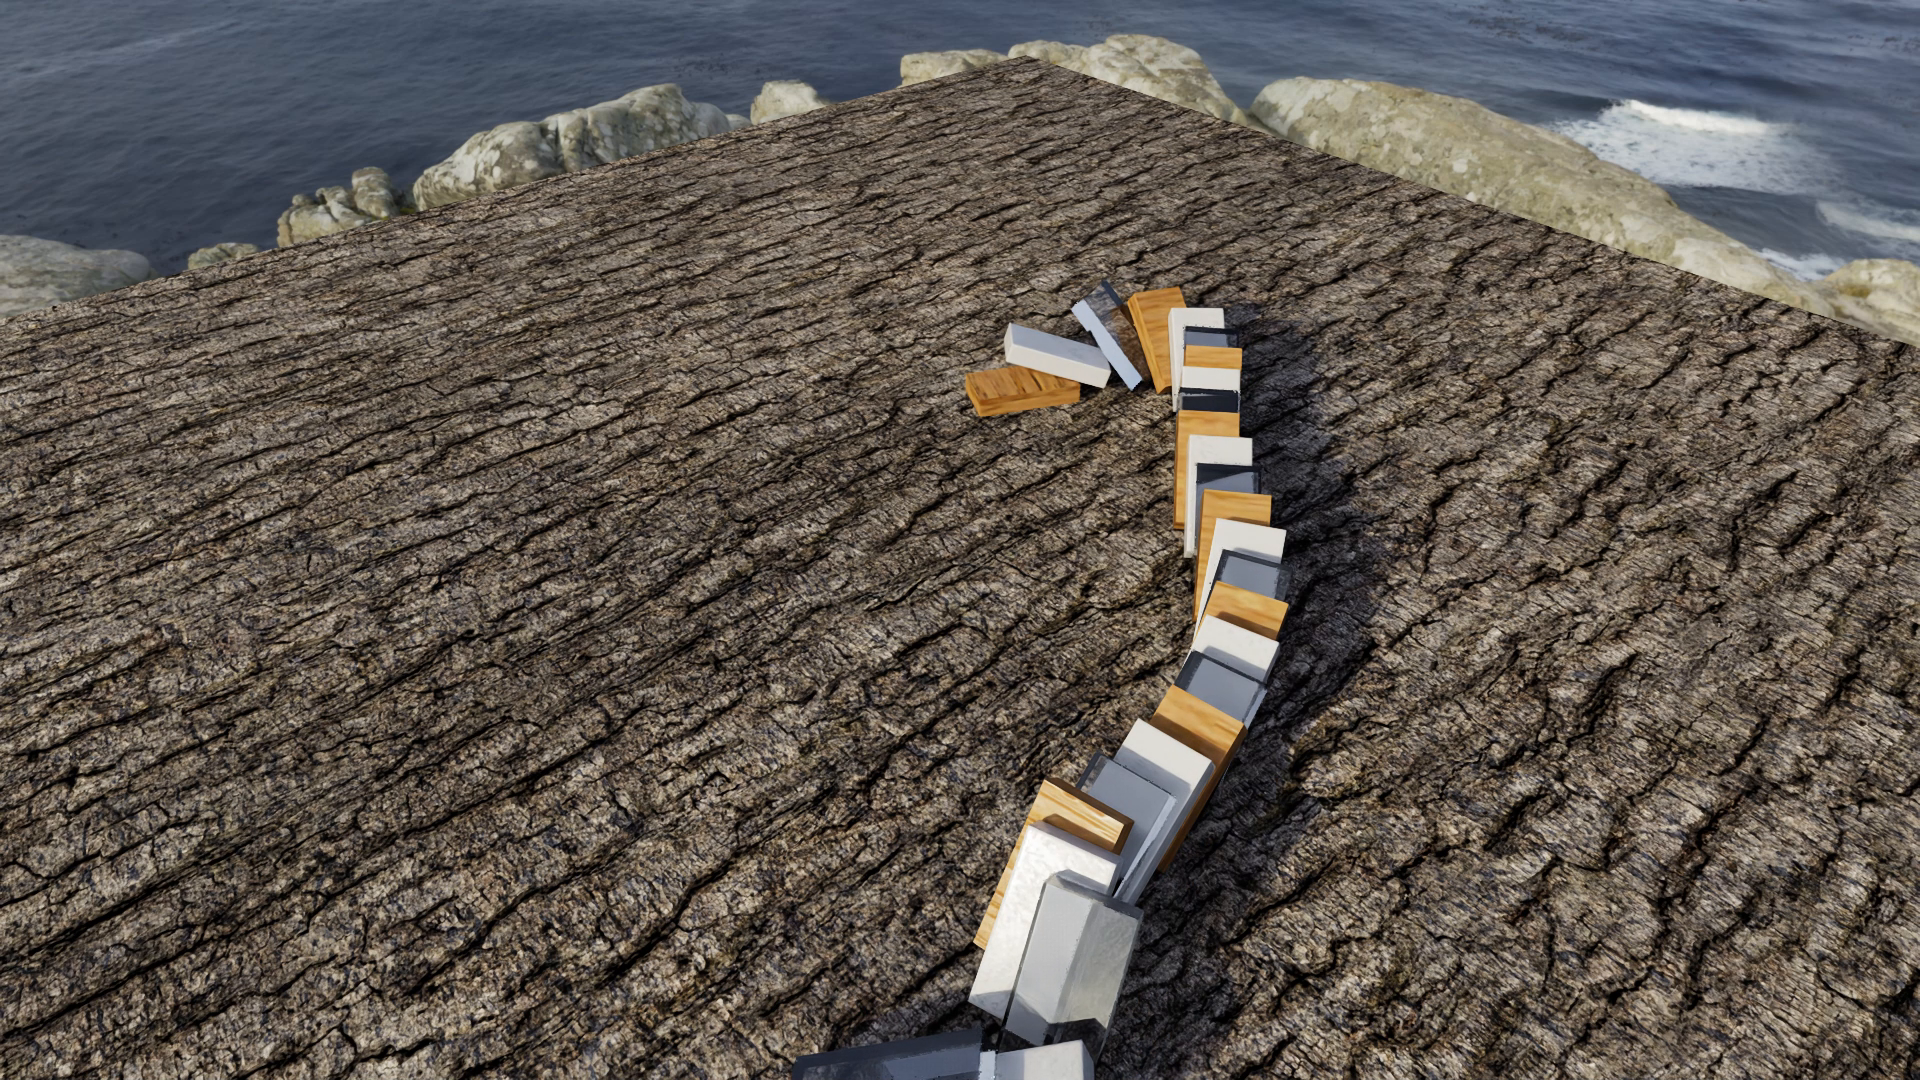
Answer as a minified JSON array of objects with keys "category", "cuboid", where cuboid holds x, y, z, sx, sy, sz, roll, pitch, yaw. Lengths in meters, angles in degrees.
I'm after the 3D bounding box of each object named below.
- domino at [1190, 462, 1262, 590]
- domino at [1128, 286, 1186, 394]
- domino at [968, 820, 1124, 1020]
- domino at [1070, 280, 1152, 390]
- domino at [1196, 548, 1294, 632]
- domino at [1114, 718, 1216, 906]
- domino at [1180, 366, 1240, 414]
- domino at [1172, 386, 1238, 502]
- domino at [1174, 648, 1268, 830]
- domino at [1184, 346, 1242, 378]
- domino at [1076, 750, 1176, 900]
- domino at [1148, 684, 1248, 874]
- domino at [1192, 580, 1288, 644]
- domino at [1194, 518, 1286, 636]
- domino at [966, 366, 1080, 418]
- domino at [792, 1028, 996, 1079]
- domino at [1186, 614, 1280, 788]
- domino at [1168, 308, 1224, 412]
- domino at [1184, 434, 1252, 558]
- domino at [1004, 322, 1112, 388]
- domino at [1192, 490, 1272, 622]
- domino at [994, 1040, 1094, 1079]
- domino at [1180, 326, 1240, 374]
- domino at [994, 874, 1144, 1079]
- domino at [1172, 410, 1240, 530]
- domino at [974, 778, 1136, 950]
[{"category":"domino","cuboid":[0.104,-0.005,0.430,0.025,0.009,0.050,4,71,5]},{"category":"domino","cuboid":[0.103,-0.098,0.541,0.025,0.010,0.050,-12,78,-17]},{"category":"domino","cuboid":[0.023,0.103,0.290,0.025,0.050,0.010,20,3,22]},{"category":"domino","cuboid":[0.078,-0.101,0.541,0.050,0.010,0.025,52,48,-9]},{"category":"domino","cuboid":[0.097,0.031,0.386,0.025,0.010,0.050,16,75,18]},{"category":"domino","cuboid":[0.051,0.081,0.325,0.025,0.010,0.050,28,79,30]},{"category":"domino","cuboid":[0.110,-0.051,0.486,0.025,0.010,0.050,4,72,5]},{"category":"domino","cuboid":[0.105,-0.040,0.472,0.025,0.009,0.050,4,72,5]},{"category":"domino","cuboid":[0.074,0.063,0.347,0.025,0.010,0.050,25,78,27]},{"category":"domino","cuboid":[0.114,-0.063,0.500,0.025,0.010,0.050,5,74,6]},{"category":"domino","cuboid":[0.038,0.089,0.315,0.025,0.010,0.050,27,79,29]},{"category":"domino","cuboid":[0.063,0.072,0.335,0.025,0.009,0.050,28,80,30]},{"category":"domino","cuboid":[0.091,0.041,0.372,0.025,0.009,0.050,19,76,21]},{"category":"domino","cuboid":[0.101,0.019,0.400,0.025,0.010,0.050,11,74,13]},{"category":"domino","cuboid":[0.030,-0.074,0.534,0.050,0.010,0.025,-10,40,-12]},{"category":"domino","cuboid":[-0.017,0.134,0.263,0.050,0.010,0.025,-16,29,14]},{"category":"domino","cuboid":[0.083,0.052,0.359,0.025,0.010,0.050,22,77,25]},{"category":"domino","cuboid":[0.114,-0.086,0.527,0.025,0.010,0.050,0,74,-2]},{"category":"domino","cuboid":[0.104,-0.017,0.444,0.025,0.009,0.050,4,72,5]},{"category":"domino","cuboid":[0.047,-0.090,0.535,0.050,0.009,0.025,14,33,-10]},{"category":"domino","cuboid":[0.103,0.007,0.415,0.025,0.009,0.050,6,72,7]},{"category":"domino","cuboid":[0.007,0.137,0.261,0.050,0.009,0.025,-16,29,13]},{"category":"domino","cuboid":[0.116,-0.074,0.513,0.025,0.010,0.050,5,74,4]},{"category":"domino","cuboid":[0.027,0.114,0.277,0.025,0.050,0.009,17,2,19]},{"category":"domino","cuboid":[0.103,-0.029,0.459,0.025,0.009,0.050,4,72,5]},{"category":"domino","cuboid":[0.026,0.094,0.302,0.025,0.050,0.009,25,5,27]}]
